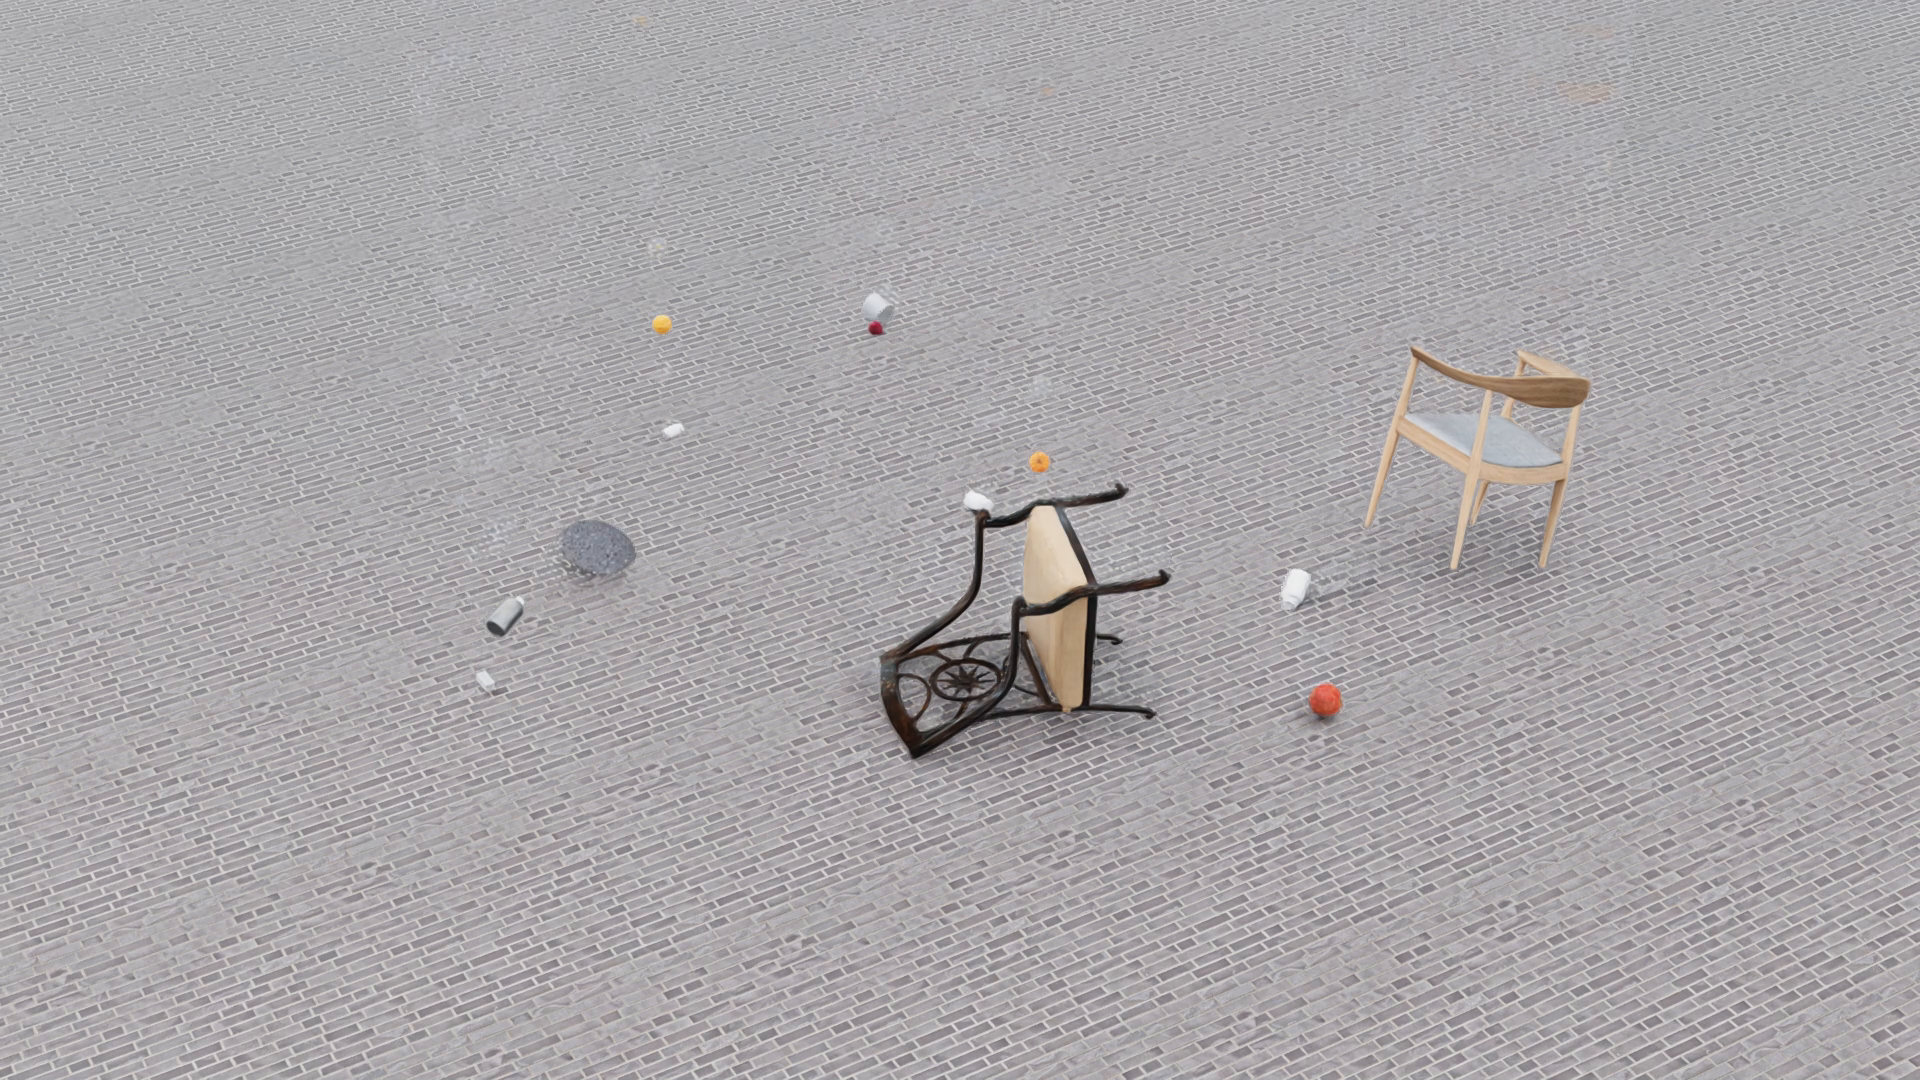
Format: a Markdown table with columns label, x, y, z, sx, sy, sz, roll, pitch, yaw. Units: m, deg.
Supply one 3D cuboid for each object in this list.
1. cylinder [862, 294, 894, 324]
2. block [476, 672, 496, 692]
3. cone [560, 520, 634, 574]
| label | x | y | z | sx | sy | sz | roll | pitch | yaw |
| --- | --- | --- | --- | --- | --- | --- | --- | --- | --- |
| cylinder | -0.342 | -0.969 | 12.290 | 0.086 | 0.124 | 0.094 | 39 | 87 | 20 |
| block | -1.645 | 0.492 | 10.172 | 0.033 | 0.028 | 0.078 | -19 | 38 | -27 |
| cone | -1.350 | 0.000 | 10.769 | 0.294 | 0.190 | 0.145 | 21 | 12 | -26 |
